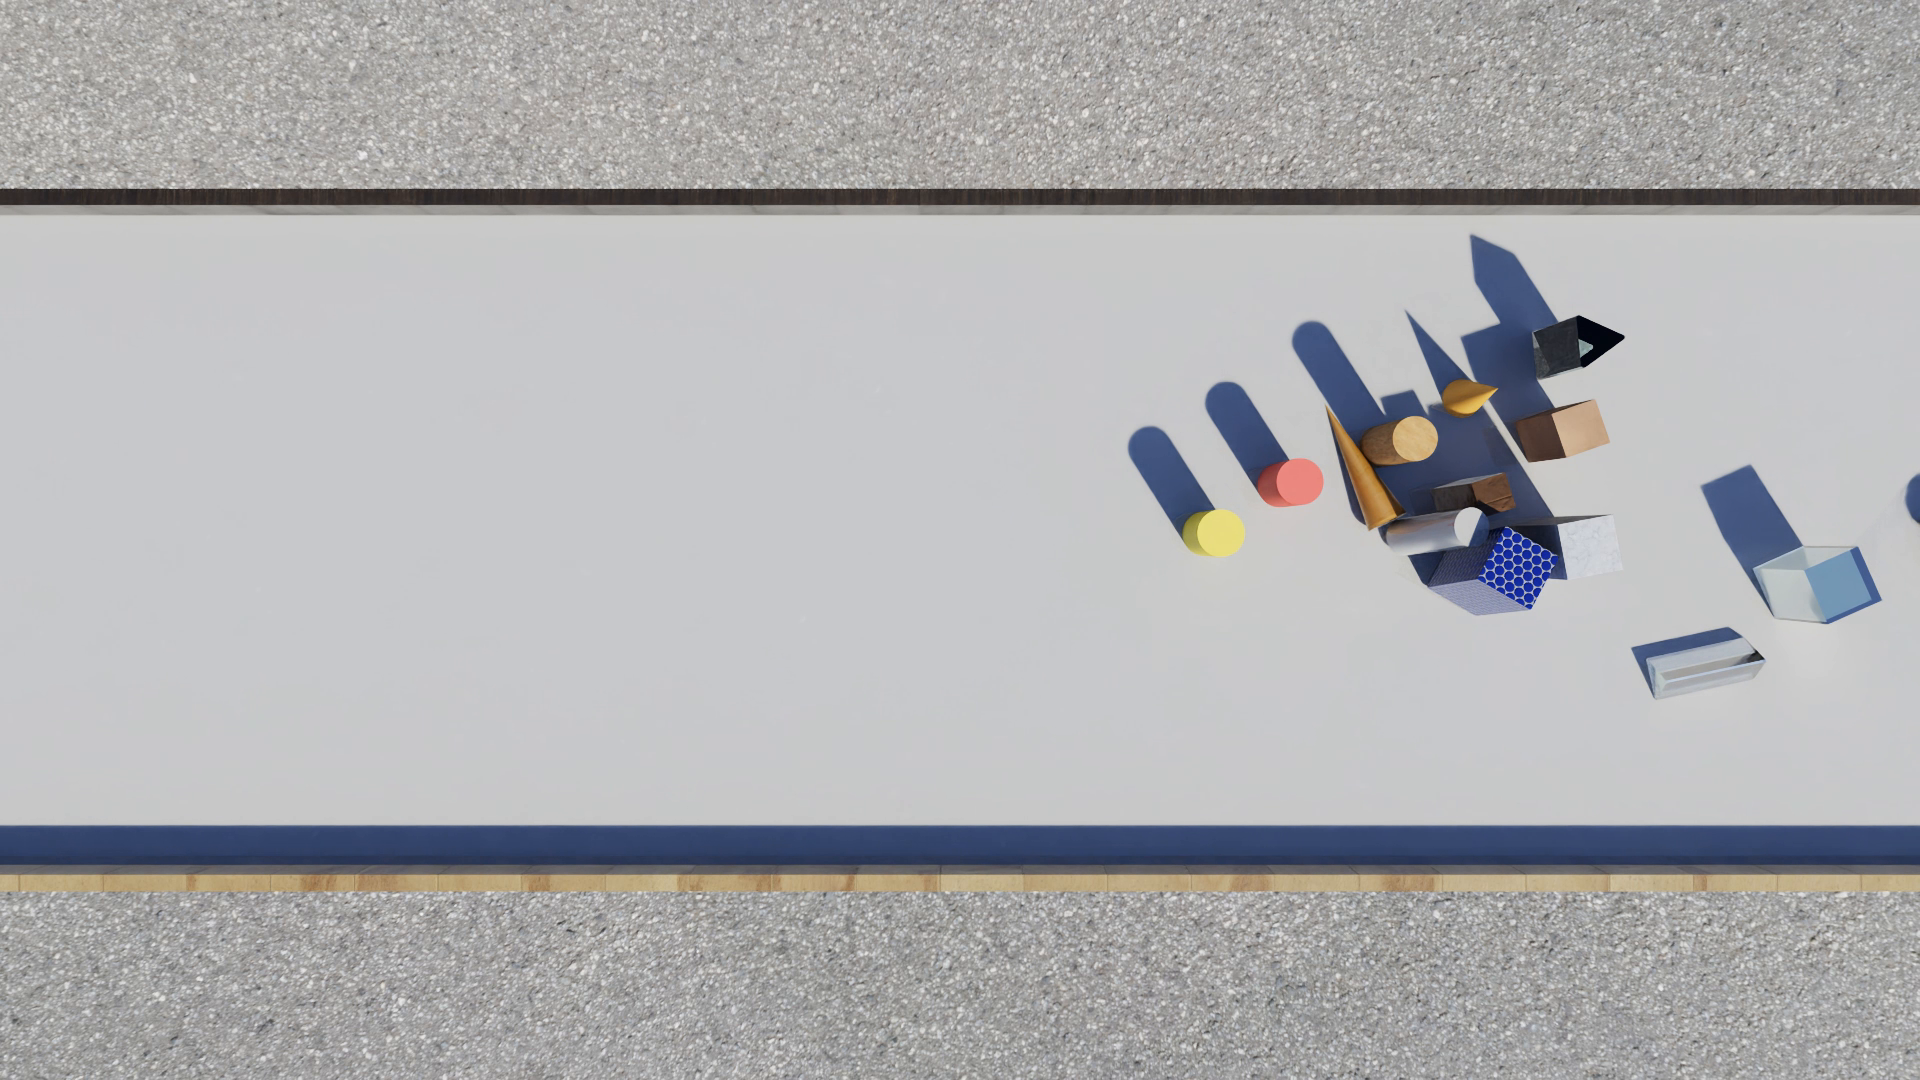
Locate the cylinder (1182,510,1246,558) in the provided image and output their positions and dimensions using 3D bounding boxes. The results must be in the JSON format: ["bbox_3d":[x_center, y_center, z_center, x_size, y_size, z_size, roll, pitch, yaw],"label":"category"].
[{"bbox_3d":[0.753,-0.020,4.916,0.138,0.321,0.138,0,90,0],"label":"cylinder"}]

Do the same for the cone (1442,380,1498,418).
[{"bbox_3d":[1.545,-0.436,4.905,0.119,0.342,0.119,0,90,0],"label":"cone"}]

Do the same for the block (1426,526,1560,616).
[{"bbox_3d":[1.560,0.097,4.852,0.173,0.433,0.173,30,84,0],"label":"block"}]

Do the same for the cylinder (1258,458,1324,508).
[{"bbox_3d":[0.984,-0.169,4.922,0.137,0.308,0.137,0,90,0],"label":"cylinder"}]

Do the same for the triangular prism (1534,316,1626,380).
[{"bbox_3d":[1.802,-0.589,4.894,0.150,0.365,0.130,-36,90,0],"label":"triangular prism"}]

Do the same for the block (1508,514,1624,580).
[{"bbox_3d":[1.767,0.020,4.850,0.158,0.454,0.158,-11,90,0],"label":"block"}]

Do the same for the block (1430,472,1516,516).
[{"bbox_3d":[1.523,-0.125,4.908,0.105,0.331,0.105,-18,90,-4],"label":"block"}]

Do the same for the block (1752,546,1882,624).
[{"bbox_3d":[2.553,0.131,4.922,0.171,0.309,0.171,-24,90,0],"label":"block"}]

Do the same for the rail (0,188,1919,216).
[{"bbox_3d":[-2.247,-1.025,5.002,12.000,0.150,0.050,0,90,0],"label":"rail"}]

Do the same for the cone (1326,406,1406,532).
[{"bbox_3d":[1.211,-0.238,5.045,0.126,0.126,0.414,-26,81,0],"label":"cone"}]

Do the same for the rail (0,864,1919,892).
[{"bbox_3d":[-2.247,1.025,5.001,12.000,0.150,0.050,0,90,0],"label":"rail"}]

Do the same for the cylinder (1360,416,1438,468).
[{"bbox_3d":[1.292,-0.288,4.879,0.128,0.395,0.128,0,90,0],"label":"cylinder"}]

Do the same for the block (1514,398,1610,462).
[{"bbox_3d":[1.791,-0.322,4.917,0.134,0.320,0.134,-19,90,0],"label":"block"}]

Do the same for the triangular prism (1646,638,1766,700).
[{"bbox_3d":[2.275,0.395,5.017,0.306,0.112,0.129,-12,90,0],"label":"triangular prism"}]

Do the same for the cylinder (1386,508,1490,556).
[{"bbox_3d":[1.409,-0.023,4.881,0.114,0.374,0.114,1,85,-16],"label":"cylinder"}]
